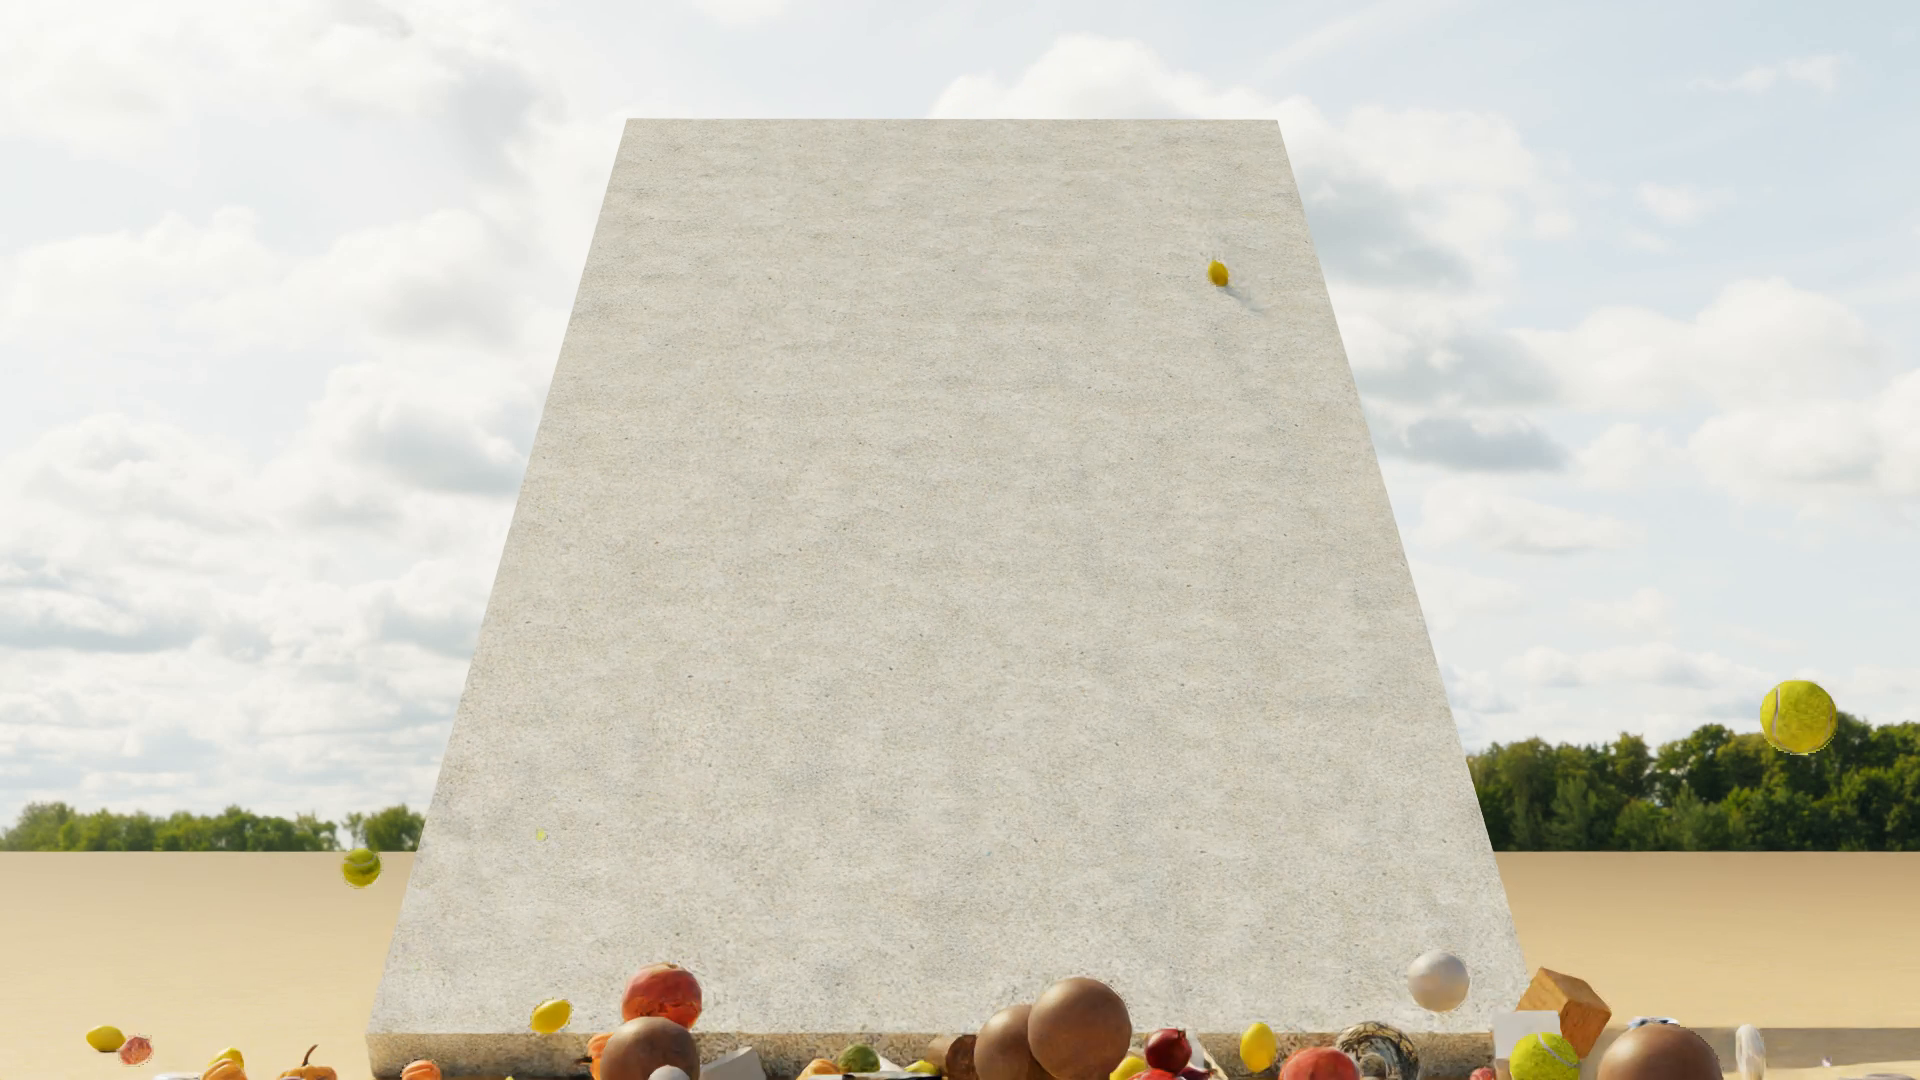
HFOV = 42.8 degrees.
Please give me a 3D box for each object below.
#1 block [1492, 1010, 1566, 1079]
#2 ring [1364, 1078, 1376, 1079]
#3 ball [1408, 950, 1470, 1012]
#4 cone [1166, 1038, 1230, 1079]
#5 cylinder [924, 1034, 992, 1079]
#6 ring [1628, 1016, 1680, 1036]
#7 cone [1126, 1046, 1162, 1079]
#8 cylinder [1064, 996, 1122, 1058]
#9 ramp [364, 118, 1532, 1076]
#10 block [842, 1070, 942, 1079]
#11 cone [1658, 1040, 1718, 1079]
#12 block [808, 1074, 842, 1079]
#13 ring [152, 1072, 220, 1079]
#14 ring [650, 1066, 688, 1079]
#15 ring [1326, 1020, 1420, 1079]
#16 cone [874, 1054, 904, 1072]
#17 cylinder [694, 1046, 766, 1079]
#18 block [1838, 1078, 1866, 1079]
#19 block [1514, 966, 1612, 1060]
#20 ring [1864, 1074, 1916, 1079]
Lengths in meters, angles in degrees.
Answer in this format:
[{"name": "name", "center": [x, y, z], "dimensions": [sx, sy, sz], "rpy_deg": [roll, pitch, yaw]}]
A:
[{"name": "block", "center": [0.825, 0.753, 3.554], "dimensions": [0.095, 0.095, 0.095], "rpy_deg": [-4, 31, 10]}, {"name": "ring", "center": [0.536, 0.720, 3.119], "dimensions": [0.026, 0.077, 0.077], "rpy_deg": [-29, -3, -9]}, {"name": "ball", "center": [0.671, 0.619, 3.432], "dimensions": [0.085, 0.085, 0.085], "rpy_deg": [0, -7, 0]}, {"name": "cone", "center": [0.389, 0.838, 3.824], "dimensions": [0.097, 0.097, 0.097], "rpy_deg": [23, -17, -26]}, {"name": "cylinder", "center": [-0.003, 0.781, 3.677], "dimensions": [0.076, 0.076, 0.076], "rpy_deg": [3, -11, -26]}, {"name": "ring", "center": [1.451, 1.017, 5.121], "dimensions": [0.104, 0.035, 0.104], "rpy_deg": [-1, -6, 0]}, {"name": "cone", "center": [0.287, 0.849, 3.913], "dimensions": [0.061, 0.061, 0.061], "rpy_deg": [15, 0, 0]}, {"name": "cylinder", "center": [0.174, 0.634, 3.185], "dimensions": [0.057, 0.057, 0.057], "rpy_deg": [27, 1, -1]}, {"name": "ramp", "center": [-0.015, -0.188, 5.863], "dimensions": [2.000, 0.100, 4.000], "rpy_deg": [0, 32, 0]}, {"name": "block", "center": [-0.090, 0.748, 3.203], "dimensions": [0.095, 0.095, 0.095], "rpy_deg": [5, -9, -35]}, {"name": "cone", "center": [1.102, 0.793, 3.720], "dimensions": [0.093, 0.093, 0.093], "rpy_deg": [-12, 30, 7]}, {"name": "block", "center": [-0.165, 0.779, 3.375], "dimensions": [0.075, 0.075, 0.075], "rpy_deg": [2, -8, -19]}, {"name": "ring", "center": [-1.212, 0.856, 3.835], "dimensions": [0.112, 0.037, 0.112], "rpy_deg": [1, -7, 0]}, {"name": "ring", "center": [-0.257, 0.517, 2.164], "dimensions": [0.034, 0.103, 0.103], "rpy_deg": [2, -7, -20]}, {"name": "ring", "center": [0.595, 0.765, 3.528], "dimensions": [0.143, 0.143, 0.048], "rpy_deg": [-5, -17, 33]}, {"name": "cone", "center": [-0.110, 0.795, 3.654], "dimensions": [0.078, 0.078, 0.078], "rpy_deg": [3, 31, -25]}, {"name": "cylinder", "center": [-0.308, 0.756, 3.372], "dimensions": [0.087, 0.087, 0.087], "rpy_deg": [-23, -2, -1]}, {"name": "block", "center": [1.213, 0.763, 3.269], "dimensions": [0.078, 0.078, 0.078], "rpy_deg": [-1, -7, 24]}, {"name": "block", "center": [0.930, 0.731, 3.781], "dimensions": [0.090, 0.090, 0.090], "rpy_deg": [20, 16, -24]}, {"name": "ring", "center": [1.484, 0.869, 3.906], "dimensions": [0.086, 0.029, 0.086], "rpy_deg": [0, -6, 0]}]
